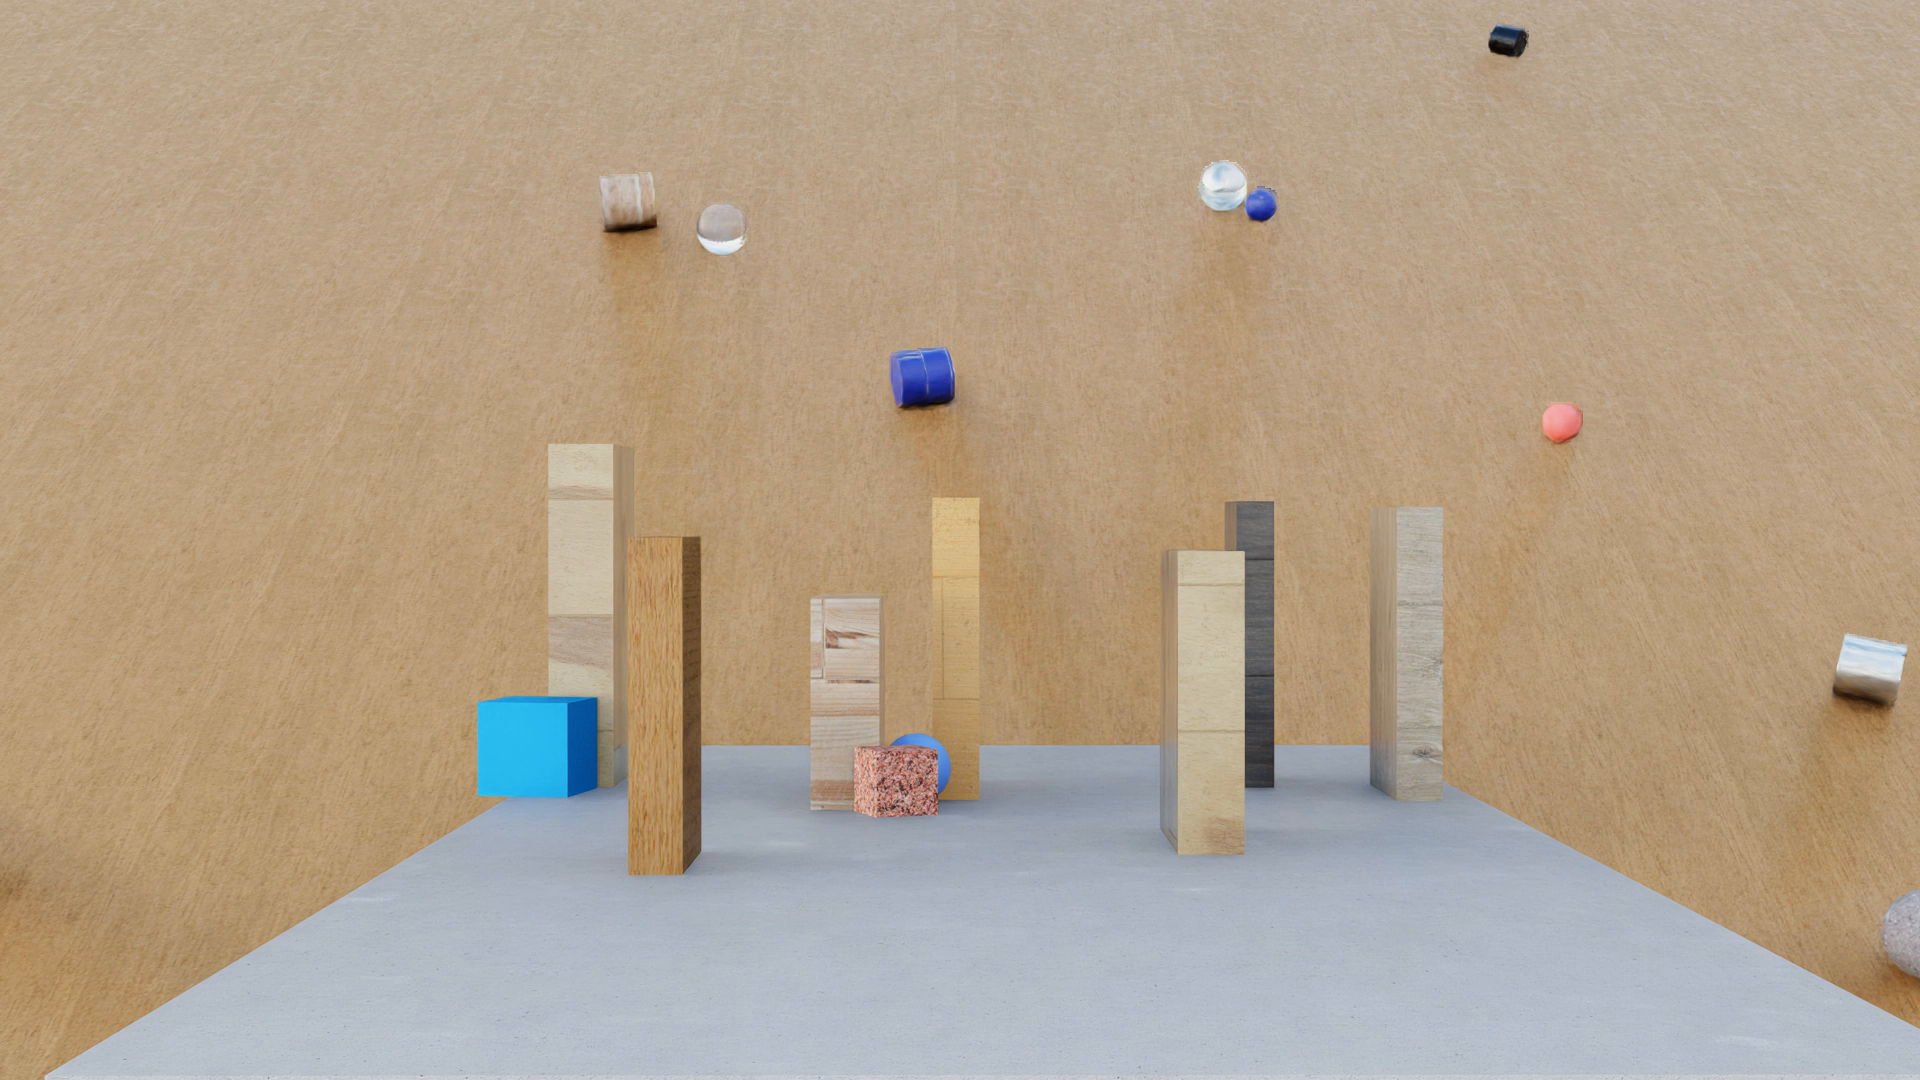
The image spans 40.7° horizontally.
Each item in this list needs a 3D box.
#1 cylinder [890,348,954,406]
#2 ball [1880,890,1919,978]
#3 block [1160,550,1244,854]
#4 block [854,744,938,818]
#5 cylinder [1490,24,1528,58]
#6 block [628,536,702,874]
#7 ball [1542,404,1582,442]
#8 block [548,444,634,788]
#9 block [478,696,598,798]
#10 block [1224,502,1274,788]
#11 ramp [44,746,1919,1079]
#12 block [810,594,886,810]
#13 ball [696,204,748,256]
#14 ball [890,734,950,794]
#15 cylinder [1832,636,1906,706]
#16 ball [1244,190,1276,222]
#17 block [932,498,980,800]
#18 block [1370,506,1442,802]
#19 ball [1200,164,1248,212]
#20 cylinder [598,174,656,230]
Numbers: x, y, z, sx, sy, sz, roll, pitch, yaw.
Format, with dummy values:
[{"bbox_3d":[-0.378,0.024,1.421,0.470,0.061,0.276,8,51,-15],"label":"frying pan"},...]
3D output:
[{"bbox_3d":[-0.124,-0.536,8.537,0.176,0.176,0.176,-7,30,-13],"label":"cylinder"},{"bbox_3d":[2.222,0.904,5.929,0.207,0.207,0.207,0,29,0],"label":"ball"},{"bbox_3d":[0.429,0.277,4.609,0.114,0.518,0.390,0,0,0],"label":"block"},{"bbox_3d":[-0.126,0.471,5.064,0.127,0.127,0.127,0,0,-22],"label":"block"},{"bbox_3d":[2.469,-2.248,11.649,0.125,0.125,0.125,20,35,31],"label":"cylinder"},{"bbox_3d":[-0.490,0.267,4.311,0.087,0.543,0.305,0,0,0],"label":"block"},{"bbox_3d":[1.931,-0.376,8.304,0.124,0.124,0.124,0,29,0],"label":"ball"},{"bbox_3d":[-0.816,0.162,5.748,0.140,0.739,0.361,0,0,0],"label":"block"},{"bbox_3d":[-0.892,0.435,5.471,0.195,0.195,0.195,0,0,10],"label":"block"},{"bbox_3d":[0.634,0.224,5.675,0.081,0.615,0.243,0,0,0],"label":"block"},{"bbox_3d":[0.066,0.586,4.636,2.000,0.100,4.000,0,0,0],"label":"ramp"},{"bbox_3d":[-0.228,0.325,5.321,0.136,0.418,0.407,0,0,0],"label":"block"},{"bbox_3d":[-0.886,-1.158,9.632,0.191,0.191,0.191,0,29,0],"label":"ball"},{"bbox_3d":[-0.089,0.463,5.250,0.141,0.141,0.141,0,29,0],"label":"ball"},{"bbox_3d":[2.450,0.351,6.965,0.160,0.160,0.160,12,31,21],"label":"cylinder"},{"bbox_3d":[1.154,-1.284,9.927,0.125,0.125,0.125,0,29,0],"label":"ball"},{"bbox_3d":[-0.008,0.222,5.504,0.096,0.620,0.385,0,0,0],"label":"block"},{"bbox_3d":[0.938,0.232,5.451,0.094,0.601,0.346,0,0,0],"label":"block"},{"bbox_3d":[1.019,-1.365,10.009,0.185,0.185,0.185,0,29,0],"label":"ball"},{"bbox_3d":[-1.267,-1.286,9.854,0.197,0.197,0.197,-6,30,-9],"label":"cylinder"}]
